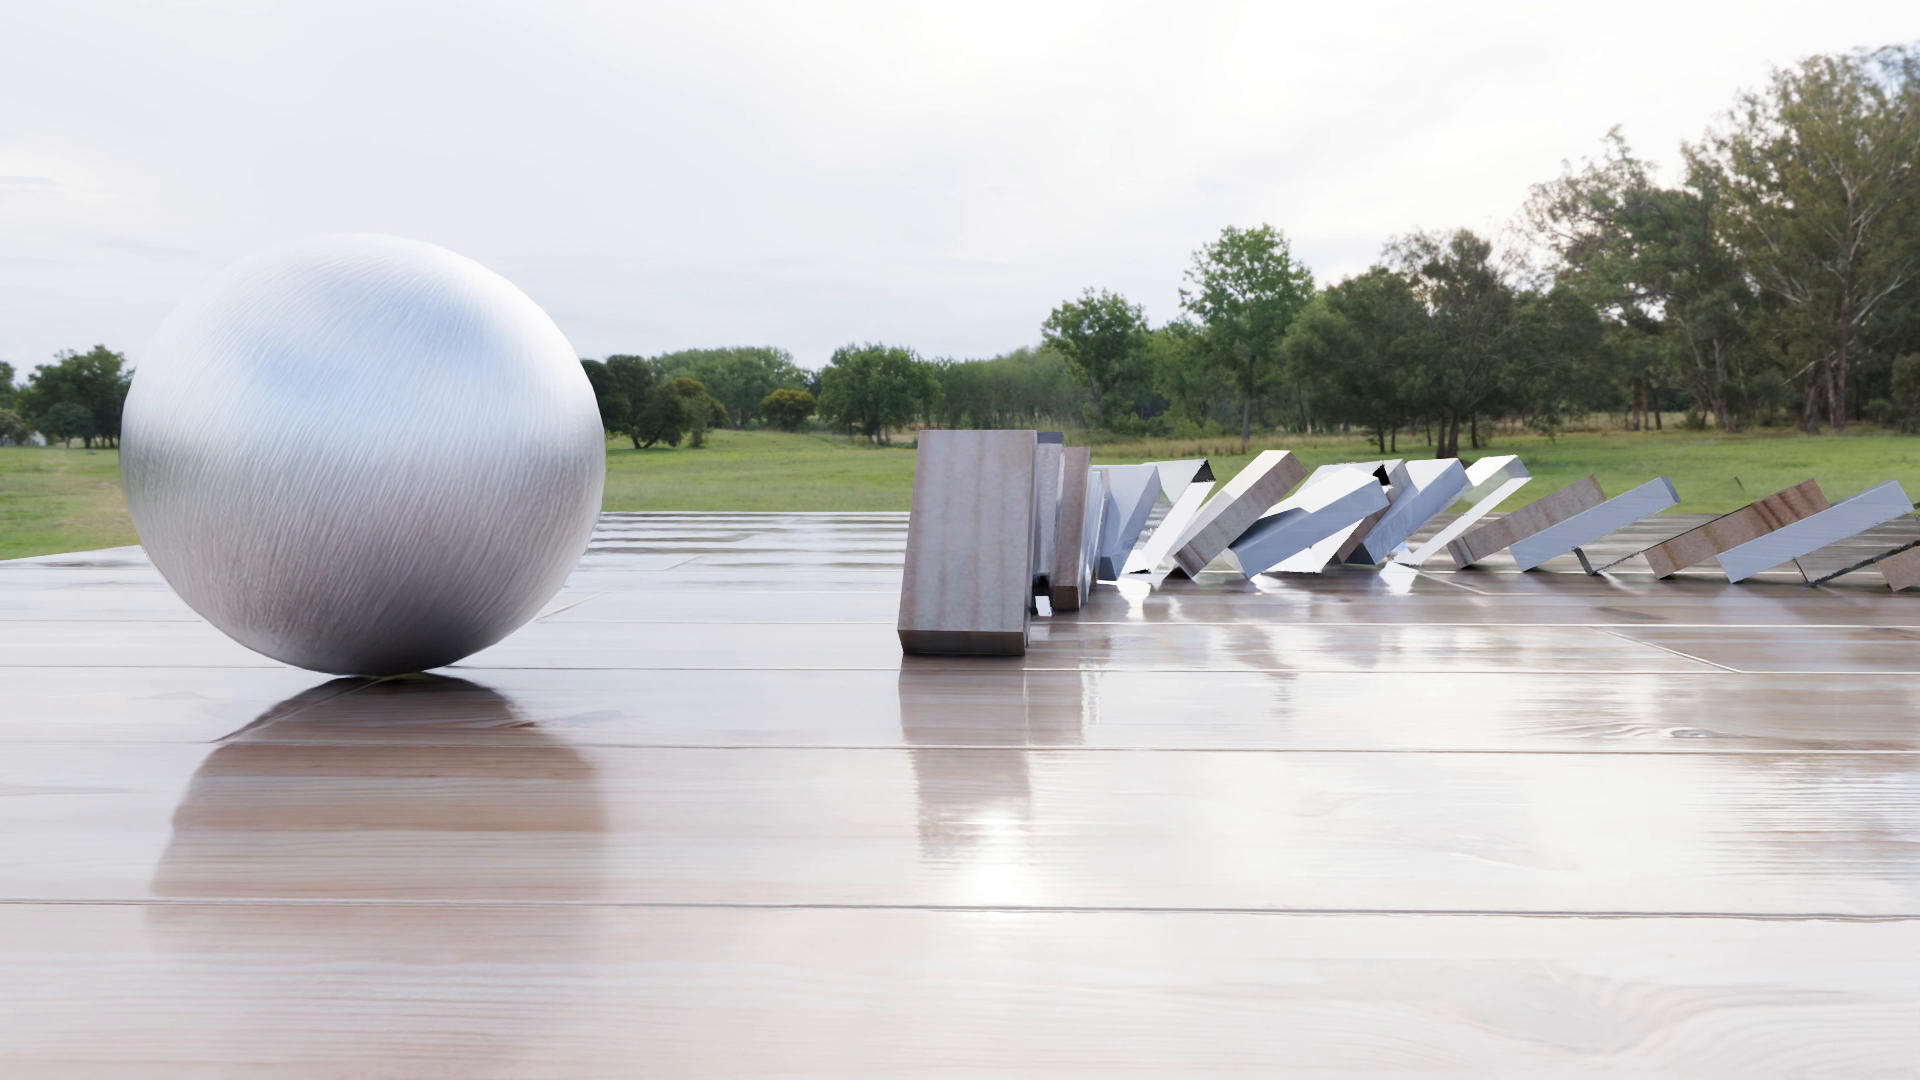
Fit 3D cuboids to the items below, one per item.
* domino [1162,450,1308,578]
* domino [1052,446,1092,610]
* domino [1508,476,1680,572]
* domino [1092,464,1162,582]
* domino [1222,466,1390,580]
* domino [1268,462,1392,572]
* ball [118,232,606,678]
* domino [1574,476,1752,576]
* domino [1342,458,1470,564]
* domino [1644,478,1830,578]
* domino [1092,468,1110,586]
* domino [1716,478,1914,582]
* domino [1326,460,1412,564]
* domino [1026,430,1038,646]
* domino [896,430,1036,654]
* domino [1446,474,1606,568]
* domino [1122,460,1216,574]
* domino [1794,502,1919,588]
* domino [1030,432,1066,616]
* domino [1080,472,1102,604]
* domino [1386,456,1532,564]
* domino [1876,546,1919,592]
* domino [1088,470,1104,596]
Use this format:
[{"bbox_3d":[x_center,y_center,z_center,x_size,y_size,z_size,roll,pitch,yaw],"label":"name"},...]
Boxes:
[{"bbox_3d":[0.087,-0.009,0.417,0.050,0.009,0.025,-42,6,-1],"label":"domino"},{"bbox_3d":[0.021,-0.004,0.343,0.025,0.009,0.050,1,48,11],"label":"domino"},{"bbox_3d":[0.210,-0.005,0.425,0.050,0.009,0.025,-31,-13,31],"label":"domino"},{"bbox_3d":[0.045,-0.006,0.414,0.025,0.009,0.050,1,37,28],"label":"domino"},{"bbox_3d":[0.109,-0.006,0.413,0.050,0.009,0.025,-28,12,1],"label":"domino"},{"bbox_3d":[0.122,-0.008,0.434,0.050,0.009,0.025,-42,25,-31],"label":"domino"},{"bbox_3d":[-0.106,-0.015,0.235,0.080,0.080,0.080,0,4,0],"label":"ball"},{"bbox_3d":[0.226,-0.005,0.413,0.050,0.009,0.025,-31,-13,31],"label":"domino"},{"bbox_3d":[0.154,-0.010,0.455,0.050,0.009,0.025,-38,14,-17],"label":"domino"},{"bbox_3d":[0.243,-0.004,0.401,0.050,0.009,0.025,-31,-13,31],"label":"domino"},{"bbox_3d":[0.032,-0.005,0.397,0.025,0.009,0.050,0,36,13],"label":"domino"},{"bbox_3d":[0.259,-0.003,0.390,0.050,0.009,0.025,-30,-13,31],"label":"domino"},{"bbox_3d":[0.135,-0.010,0.451,0.050,0.009,0.025,-42,21,-30],"label":"domino"},{"bbox_3d":[0.004,-0.001,0.282,0.025,0.050,0.009,1,-33,7],"label":"domino"},{"bbox_3d":[0.002,0.000,0.270,0.025,0.050,0.010,1,-33,7],"label":"domino"},{"bbox_3d":[0.193,-0.006,0.437,0.050,0.009,0.025,-30,-10,26],"label":"domino"},{"bbox_3d":[0.063,-0.008,0.427,0.025,0.009,0.050,-1,37,42],"label":"domino"},{"bbox_3d":[0.275,-0.002,0.379,0.050,0.010,0.025,-30,-13,31],"label":"domino"},{"bbox_3d":[0.013,-0.005,0.329,0.025,0.050,0.009,1,-33,11],"label":"domino"},{"bbox_3d":[0.025,-0.002,0.360,0.025,0.010,0.050,1,36,11],"label":"domino"},{"bbox_3d":[0.174,-0.011,0.453,0.050,0.010,0.025,-37,4,-2],"label":"domino"},{"bbox_3d":[0.292,-0.001,0.368,0.050,0.009,0.025,-30,-13,31],"label":"domino"},{"bbox_3d":[0.028,-0.003,0.379,0.025,0.009,0.050,1,36,12],"label":"domino"}]
